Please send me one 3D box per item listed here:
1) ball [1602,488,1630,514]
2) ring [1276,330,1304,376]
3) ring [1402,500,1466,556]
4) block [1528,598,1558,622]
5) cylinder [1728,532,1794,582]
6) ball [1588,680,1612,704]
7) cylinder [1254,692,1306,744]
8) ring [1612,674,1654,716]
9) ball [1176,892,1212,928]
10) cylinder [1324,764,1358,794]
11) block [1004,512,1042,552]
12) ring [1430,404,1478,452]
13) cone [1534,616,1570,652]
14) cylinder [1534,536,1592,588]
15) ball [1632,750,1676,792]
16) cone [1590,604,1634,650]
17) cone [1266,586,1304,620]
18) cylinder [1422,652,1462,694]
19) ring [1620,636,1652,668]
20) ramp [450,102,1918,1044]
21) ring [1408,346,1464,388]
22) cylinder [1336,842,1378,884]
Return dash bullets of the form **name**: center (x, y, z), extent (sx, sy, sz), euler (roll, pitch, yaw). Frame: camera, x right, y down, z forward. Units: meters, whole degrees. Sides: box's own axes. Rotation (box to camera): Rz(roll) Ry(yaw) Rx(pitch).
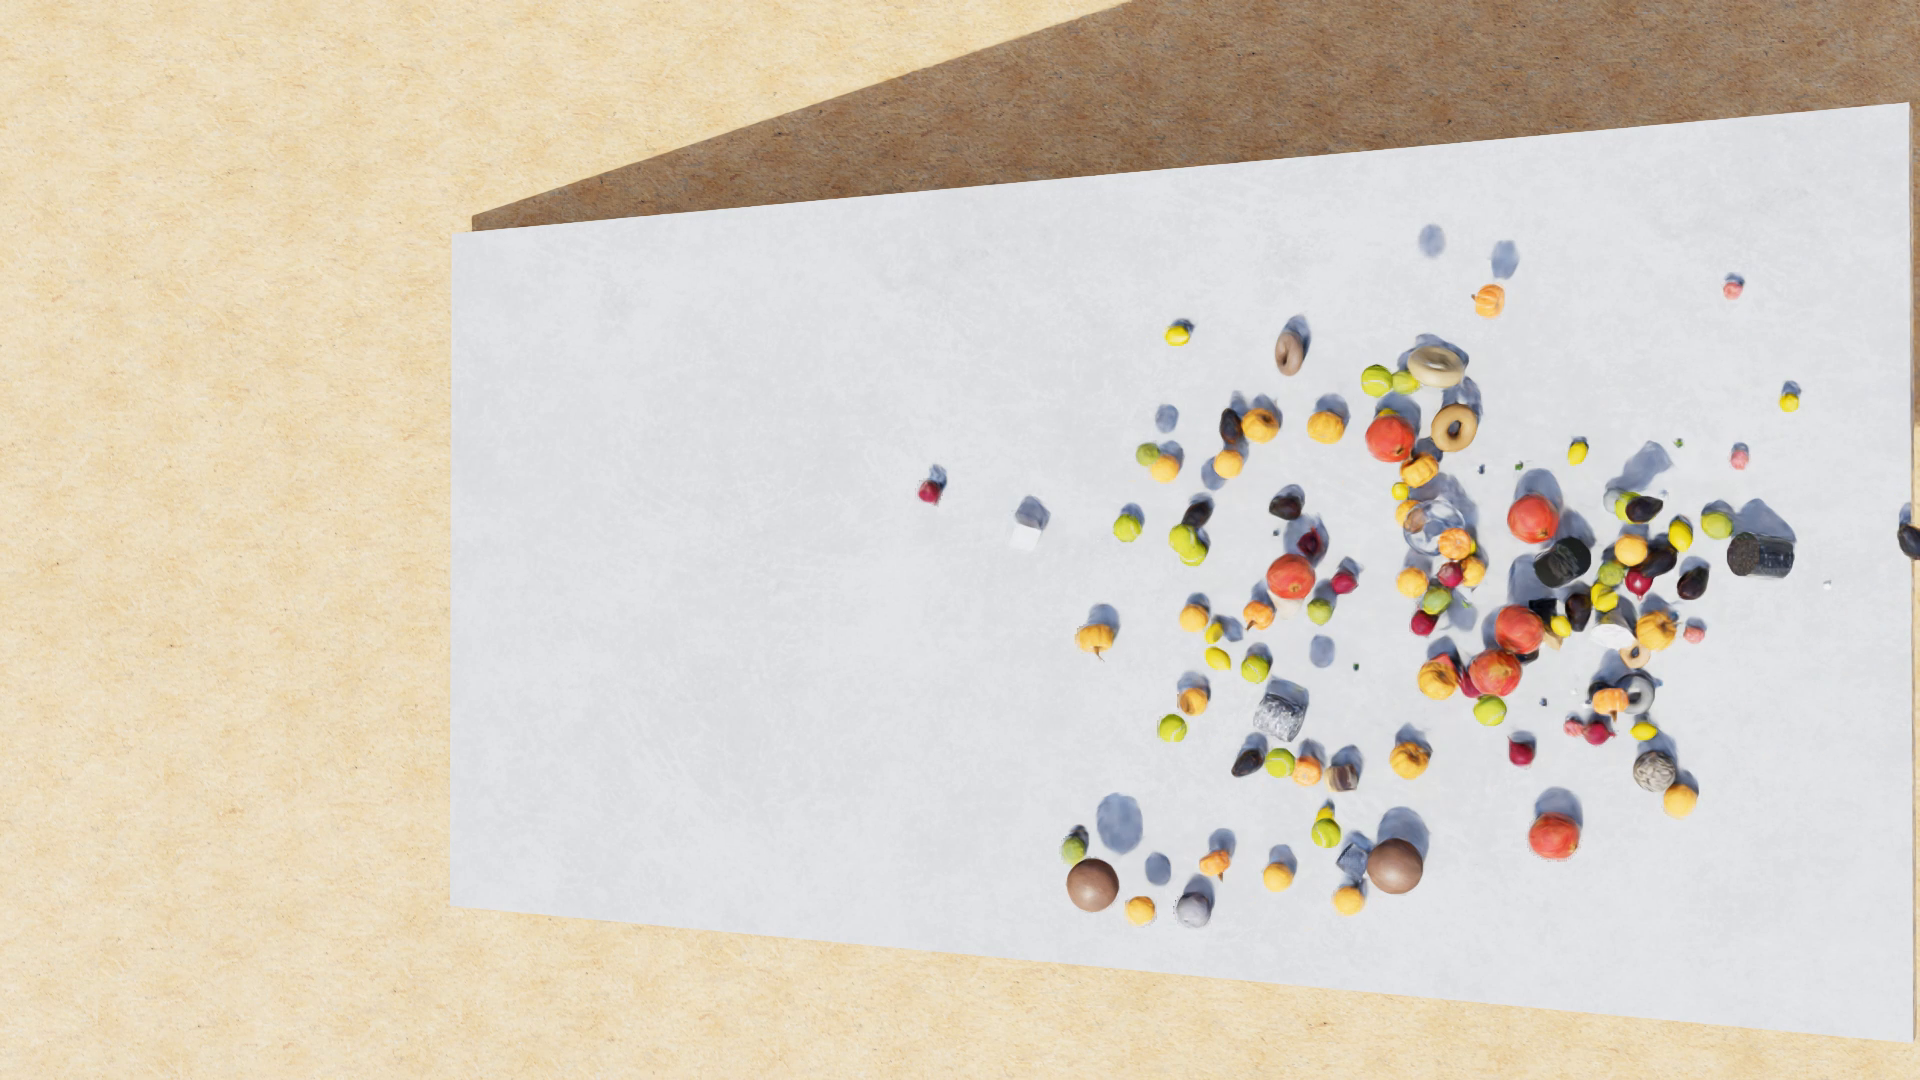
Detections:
- **ball**: center (1.472, -0.088, 4.933), extent (0.061, 0.061, 0.061), euler (0, 89, 0)
- **ring**: center (0.791, -0.449, 5.279), extent (0.038, 0.113, 0.113), euler (-2, 89, -16)
- **ring**: center (1.097, -0.028, 5.090), extent (0.143, 0.048, 0.143), euler (3, 118, 6)
- **block**: center (1.329, 0.160, 5.011), extent (0.051, 0.051, 0.051), euler (-3, 88, 28)
- **cylinder**: center (1.730, 0.036, 4.753), extent (0.097, 0.097, 0.097), euler (7, 89, -24)
- **ball**: center (1.440, 0.343, 4.949), extent (0.054, 0.054, 0.054), euler (0, 89, 0)
- **cylinder**: center (0.768, 0.426, 5.282), extent (0.092, 0.092, 0.092), euler (26, 89, 26)
- **ring**: center (1.508, 0.345, 4.924), extent (0.094, 0.031, 0.094), euler (-4, 83, 33)
- **ball**: center (0.572, 0.907, 5.383), extent (0.087, 0.087, 0.087), euler (0, 89, 0)
- **cylinder**: center (0.905, 0.568, 5.225), extent (0.063, 0.063, 0.063), euler (-9, 89, 27)
- **block**: center (0.161, -0.020, 5.596), extent (0.066, 0.066, 0.066), euler (16, 115, -16)
- **ring**: center (1.136, -0.258, 5.054), extent (0.117, 0.039, 0.117), euler (-7, 110, -18)
- **cone**: center (1.362, 0.200, 5.003), extent (0.075, 0.075, 0.075), euler (-44, 90, -8)
- **cylinder**: center (1.356, 0.051, 4.951), extent (0.092, 0.092, 0.092), euler (5, 70, -15)
- **ball**: center (1.539, 0.513, 4.873), extent (0.093, 0.093, 0.093), euler (0, 89, 0)
- **cone**: center (1.470, 0.178, 4.933), extent (0.096, 0.096, 0.096), euler (21, 57, 0)
- **cone**: center (0.764, 0.135, 5.270), extent (0.087, 0.087, 0.087), euler (26, 89, -29)
- **cylinder**: center (1.117, 0.309, 5.103), extent (0.069, 0.069, 0.069), euler (-32, 89, 0)
- **ring**: center (1.510, 0.250, 4.918), extent (0.026, 0.077, 0.077), euler (14, 89, -37)
- **ramp**: center (0.277, 0.078, 5.653), extent (4.000, 0.100, 2.000), euler (0, 89, 28)
- **ring**: center (1.104, -0.402, 5.099), extent (0.134, 0.134, 0.045), euler (6, 131, 0)
- **cylinder**: center (0.937, 0.765, 5.201), extent (0.070, 0.070, 0.070), euler (39, 89, 23)
